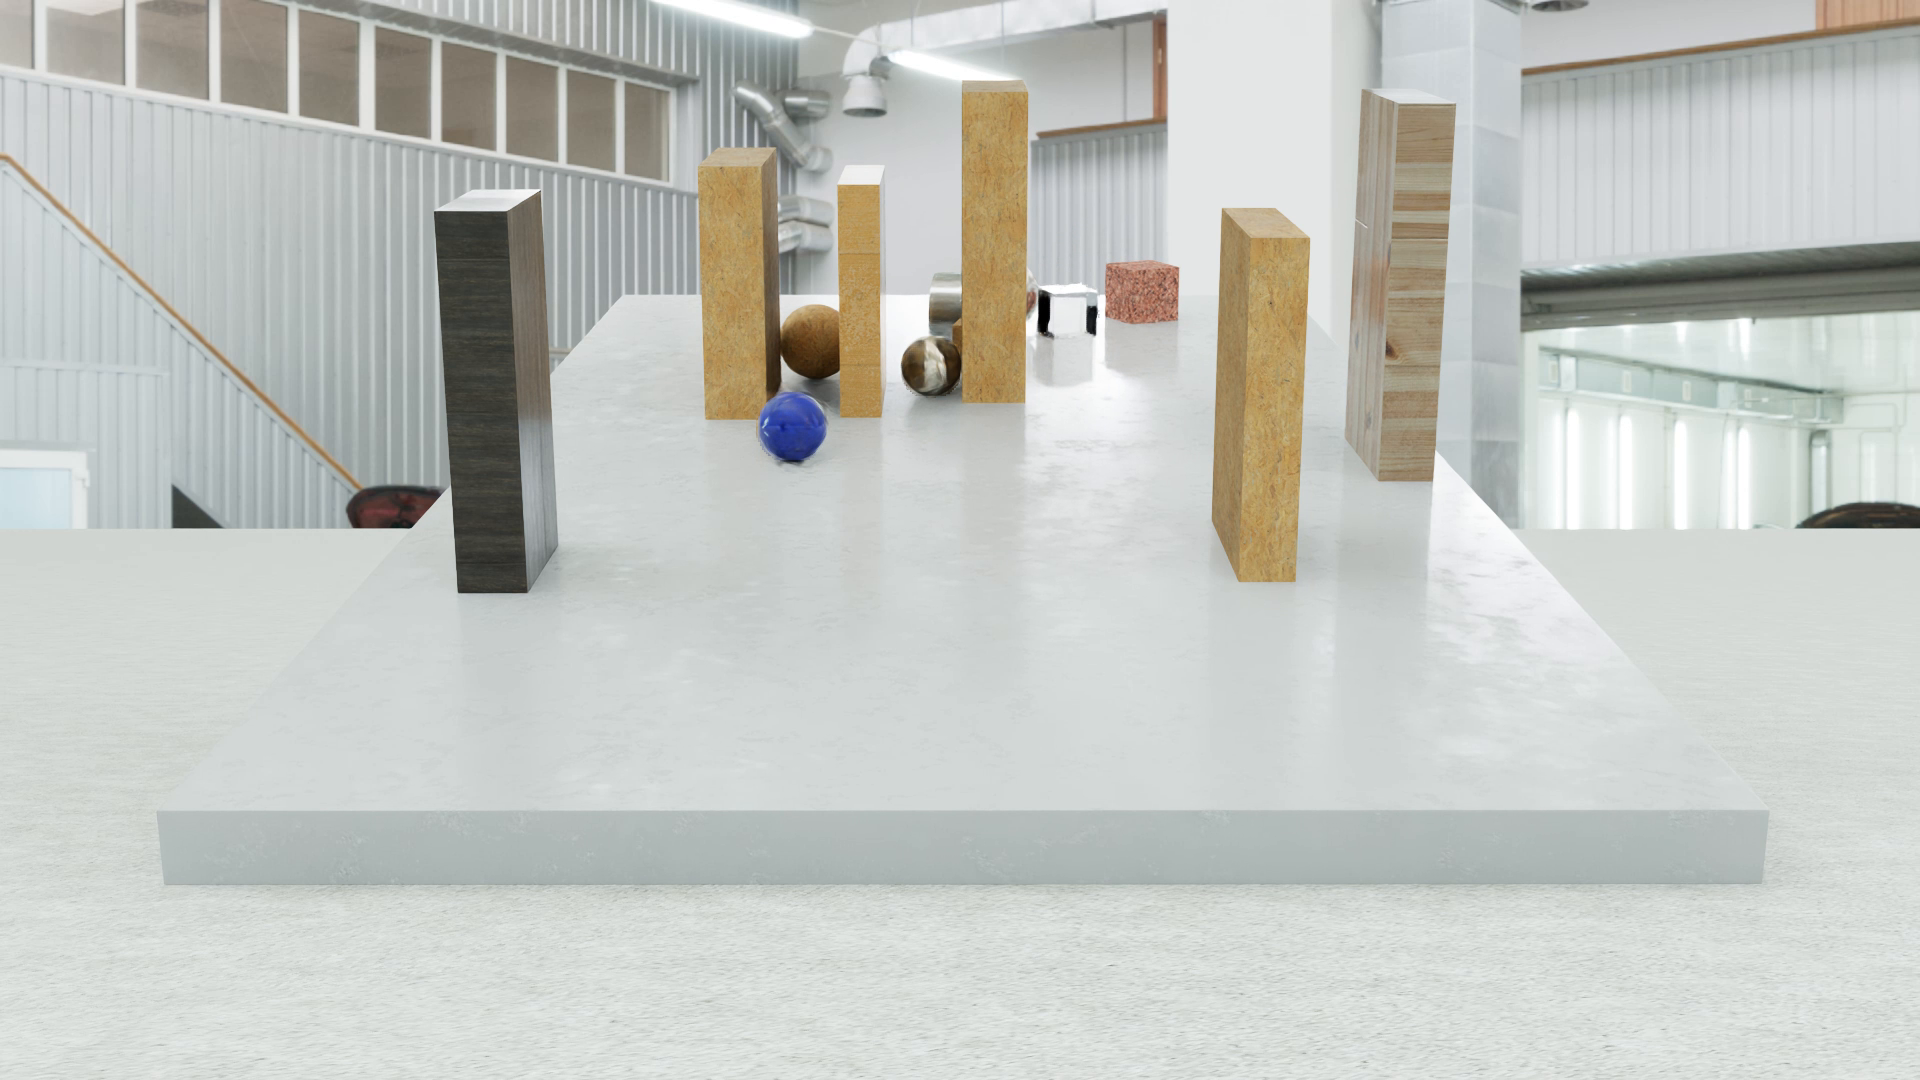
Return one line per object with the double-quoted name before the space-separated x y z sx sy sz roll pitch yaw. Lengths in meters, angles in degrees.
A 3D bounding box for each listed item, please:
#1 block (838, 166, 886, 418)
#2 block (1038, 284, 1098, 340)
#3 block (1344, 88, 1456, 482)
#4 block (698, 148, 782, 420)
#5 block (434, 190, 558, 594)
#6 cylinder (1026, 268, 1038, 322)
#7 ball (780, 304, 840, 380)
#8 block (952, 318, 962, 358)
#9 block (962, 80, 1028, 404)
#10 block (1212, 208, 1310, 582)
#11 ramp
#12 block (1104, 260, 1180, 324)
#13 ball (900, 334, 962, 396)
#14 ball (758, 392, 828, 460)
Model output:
"block" -0.222 -0.578 5.047 0.092 0.519 0.405 0 15 0
"block" 0.289 -0.614 5.920 0.124 0.124 0.124 -5 16 -19
"block" 0.883 -0.523 4.445 0.109 0.737 0.391 0 15 0
"block" -0.499 -0.595 5.033 0.138 0.559 0.431 0 15 0
"block" -0.768 -0.253 3.672 0.115 0.626 0.294 0 15 0
"cylinder" 0.104 -0.647 5.917 0.189 0.189 0.189 0 15 13
"ball" -0.349 -0.481 5.328 0.182 0.182 0.182 0 0 0
"block" 0.044 -0.494 5.520 0.105 0.105 0.105 3 16 10
"block" 0.078 -0.711 5.181 0.146 0.705 0.415 0 15 0
"block" 0.514 -0.261 3.798 0.096 0.576 0.401 0 15 0
"ramp" -0.002 -0.151 4.667 2.000 0.100 4.000 0 15 0
"block" 0.510 -0.695 6.163 0.150 0.150 0.150 -7 17 -25
"ball" -0.067 -0.407 5.134 0.144 0.144 0.144 0 0 0
"ball" -0.343 -0.233 4.508 0.143 0.143 0.143 0 0 0
